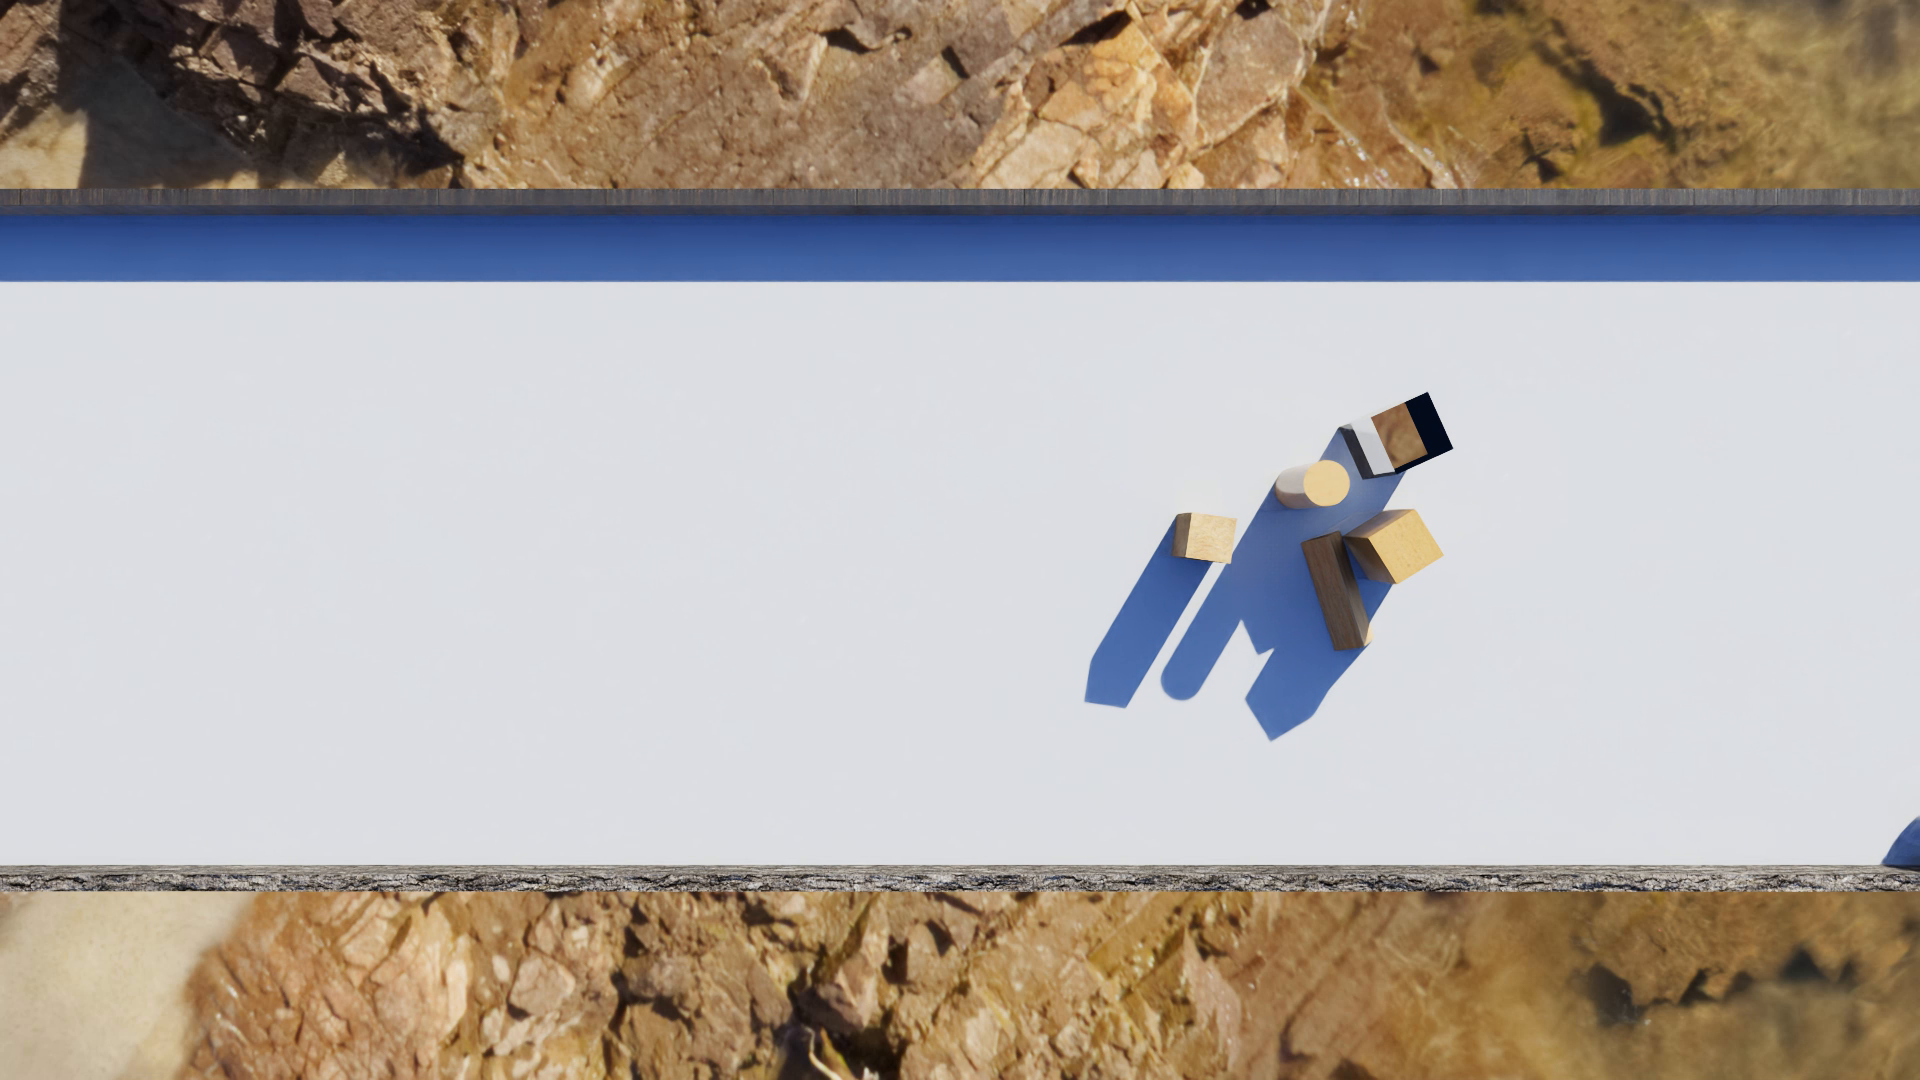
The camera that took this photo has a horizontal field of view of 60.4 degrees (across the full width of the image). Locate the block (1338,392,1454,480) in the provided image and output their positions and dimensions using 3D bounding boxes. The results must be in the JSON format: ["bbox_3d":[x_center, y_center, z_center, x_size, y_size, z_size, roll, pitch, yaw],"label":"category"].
[{"bbox_3d":[1.284,-0.303,4.880,0.179,0.393,0.179,-24,90,0],"label":"block"}]

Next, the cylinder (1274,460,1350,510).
[{"bbox_3d":[1.033,-0.160,4.863,0.130,0.428,0.130,0,90,0],"label":"cylinder"}]

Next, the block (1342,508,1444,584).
[{"bbox_3d":[1.280,0.017,4.895,0.157,0.359,0.157,-32,90,2],"label":"block"}]

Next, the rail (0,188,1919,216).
[{"bbox_3d":[-2.247,-1.025,5.002,12.000,0.150,0.050,0,90,0],"label":"rail"}]

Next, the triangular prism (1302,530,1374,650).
[{"bbox_3d":[1.161,0.155,5.020,0.124,0.107,0.349,-18,90,0],"label":"triangular prism"}]

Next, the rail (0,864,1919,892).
[{"bbox_3d":[-2.247,1.025,5.001,12.000,0.150,0.050,0,90,0],"label":"rail"}]

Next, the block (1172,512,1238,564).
[{"bbox_3d":[0.724,-0.006,4.913,0.131,0.326,0.131,8,90,0],"label":"block"}]
